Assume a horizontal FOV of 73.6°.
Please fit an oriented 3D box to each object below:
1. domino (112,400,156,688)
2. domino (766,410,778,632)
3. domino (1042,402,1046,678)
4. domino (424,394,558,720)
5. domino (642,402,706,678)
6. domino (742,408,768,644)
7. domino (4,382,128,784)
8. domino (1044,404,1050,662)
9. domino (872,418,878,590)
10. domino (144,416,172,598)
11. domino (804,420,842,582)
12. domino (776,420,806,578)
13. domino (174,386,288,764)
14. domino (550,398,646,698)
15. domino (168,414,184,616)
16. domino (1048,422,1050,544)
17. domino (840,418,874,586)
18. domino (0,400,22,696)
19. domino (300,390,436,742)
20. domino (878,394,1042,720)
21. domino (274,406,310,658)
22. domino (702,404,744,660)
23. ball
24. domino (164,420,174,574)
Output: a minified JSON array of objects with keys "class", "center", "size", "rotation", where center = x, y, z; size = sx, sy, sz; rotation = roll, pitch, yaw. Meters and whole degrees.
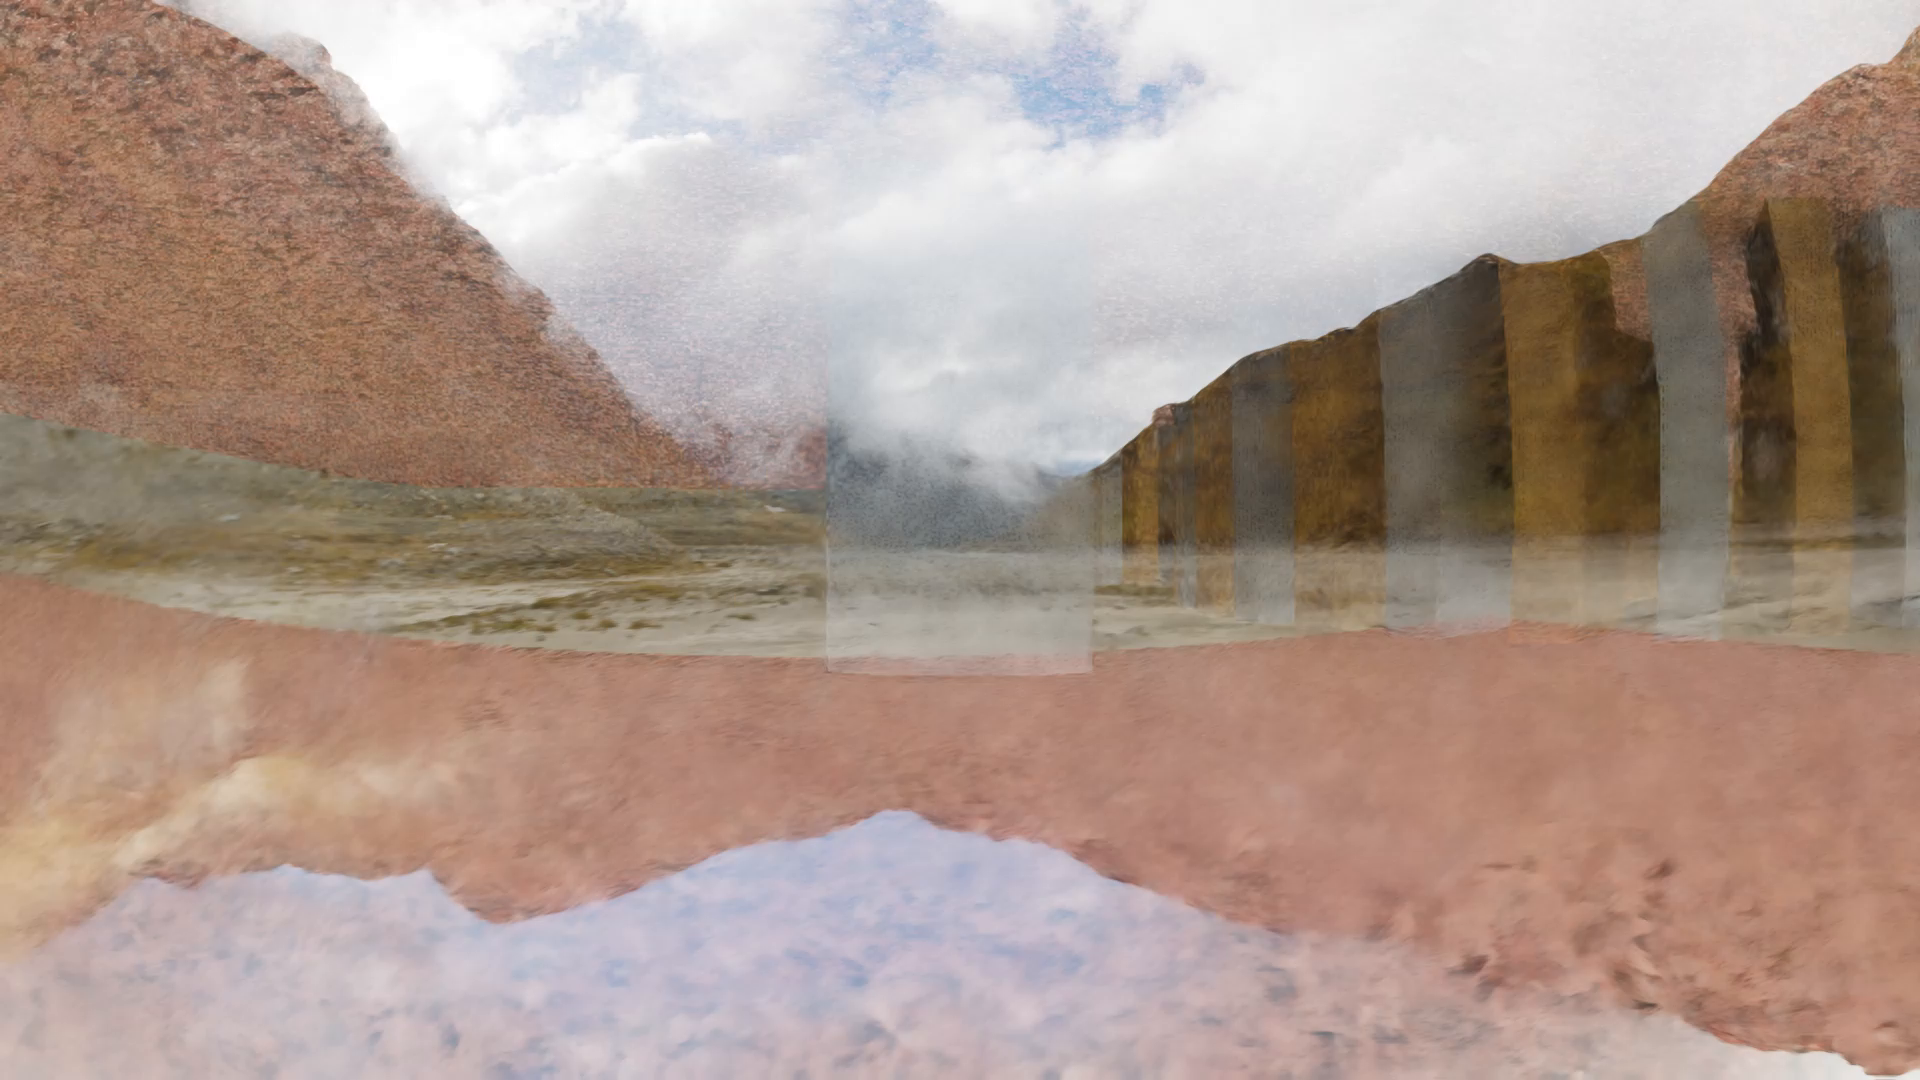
[{"class":"domino","center":[-0.153,0.000,0.232],"size":[0.009,0.050,0.025],"rotation":[-2,5,-28]},{"class":"domino","center":[-0.055,-0.004,0.294],"size":[0.025,0.050,0.010],"rotation":[0,4,-4]},{"class":"domino","center":[0.003,0.000,0.237],"size":[0.025,0.050,0.010],"rotation":[0,4,6]},{"class":"domino","center":[-0.077,0.002,0.207],"size":[0.025,0.050,0.010],"rotation":[3,5,37]},{"class":"domino","center":[-0.061,0.000,0.240],"size":[0.025,0.050,0.009],"rotation":[1,4,17]},{"class":"domino","center":[-0.055,-0.003,0.275],"size":[0.025,0.050,0.009],"rotation":[0,4,4]},{"class":"domino","center":[-0.119,0.005,0.172],"size":[0.010,0.050,0.025],"rotation":[-2,5,-30]},{"class":"domino","center":[0.005,-0.002,0.255],"size":[0.025,0.050,0.009],"rotation":[0,4,5]},{"class":"domino","center":[-0.012,-0.011,0.379],"size":[0.025,0.050,0.010],"rotation":[-3,5,-34]},{"class":"domino","center":[-0.233,-0.010,0.362],"size":[0.025,0.050,0.010],"rotation":[4,6,42]},{"class":"domino","center":[-0.036,-0.013,0.406],"size":[0.009,0.050,0.025],"rotation":[4,6,44]},{"class":"domino","center":[-0.050,-0.014,0.419],"size":[0.010,0.050,0.025],"rotation":[4,6,40]},{"class":"domino","center":[-0.104,0.004,0.182],"size":[0.010,0.050,0.025],"rotation":[-3,5,-36]},{"class":"domino","center":[-0.068,0.001,0.223],"size":[0.025,0.050,0.009],"rotation":[2,5,25]},{"class":"domino","center":[-0.183,-0.006,0.315],"size":[0.025,0.050,0.010],"rotation":[3,5,38]},{"class":"domino","center":[0.006,-0.003,0.273],"size":[0.025,0.050,0.009],"rotation":[0,4,4]},{"class":"domino","center":[-0.024,-0.012,0.393],"size":[0.025,0.050,0.009],"rotation":[-4,6,-40]},{"class":"domino","center":[-0.170,0.001,0.225],"size":[0.009,0.050,0.025],"rotation":[-1,4,-15]},{"class":"domino","center":[-0.090,0.003,0.193],"size":[0.010,0.050,0.025],"rotation":[-4,6,-43]},{"class":"domino","center":[0.000,0.002,0.201],"size":[0.025,0.050,0.010],"rotation":[0,4,0]},{"class":"domino","center":[-0.129,-0.002,0.258],"size":[0.025,0.050,0.009],"rotation":[2,5,22]},{"class":"domino","center":[-0.057,-0.002,0.257],"size":[0.025,0.050,0.010],"rotation":[1,4,10]},{"class":"ball","center":[0.000,-0.002,0.056],"size":[0.080,0.080,0.080],"rotation":[0,4,0]},{"class":"domino","center":[-0.269,-0.014,0.425],"size":[0.010,0.050,0.025],"rotation":[-4,6,-40]}]
